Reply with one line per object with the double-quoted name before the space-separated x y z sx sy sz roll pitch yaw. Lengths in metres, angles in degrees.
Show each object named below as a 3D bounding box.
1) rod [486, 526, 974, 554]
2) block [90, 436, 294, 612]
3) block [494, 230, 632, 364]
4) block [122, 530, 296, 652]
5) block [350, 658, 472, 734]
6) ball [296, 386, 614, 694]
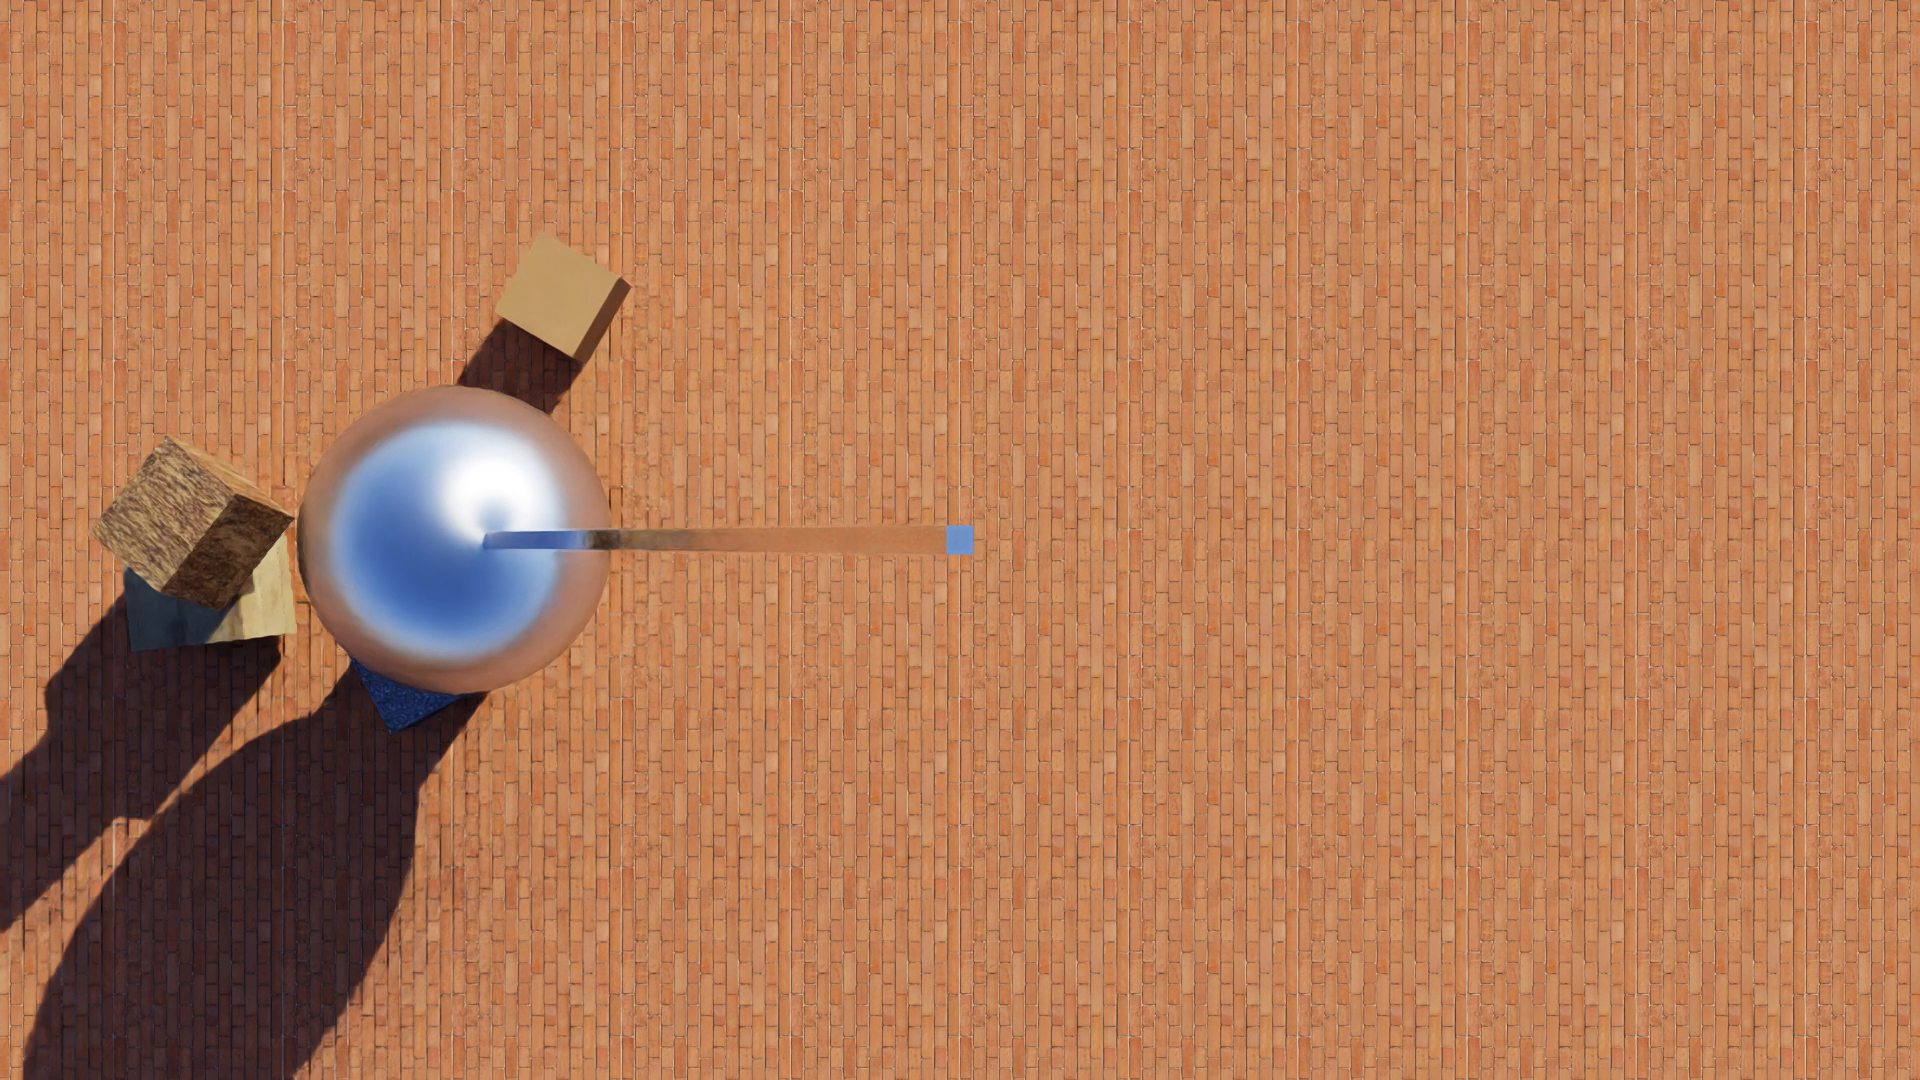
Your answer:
"rod" -1.128 0.000 8.316 0.080 5.200 0.080 0 90 -26
"block" -4.158 -0.081 11.938 0.548 0.642 0.658 37 88 15
"block" -2.297 -1.400 12.755 0.518 0.489 0.534 30 90 0
"block" -4.314 0.240 12.632 0.688 0.627 0.694 -6 90 10
"block" -3.119 0.715 12.732 0.554 0.536 0.582 -28 90 0
"ball" -2.603 0.000 11.380 1.600 1.600 1.600 0 90 0
